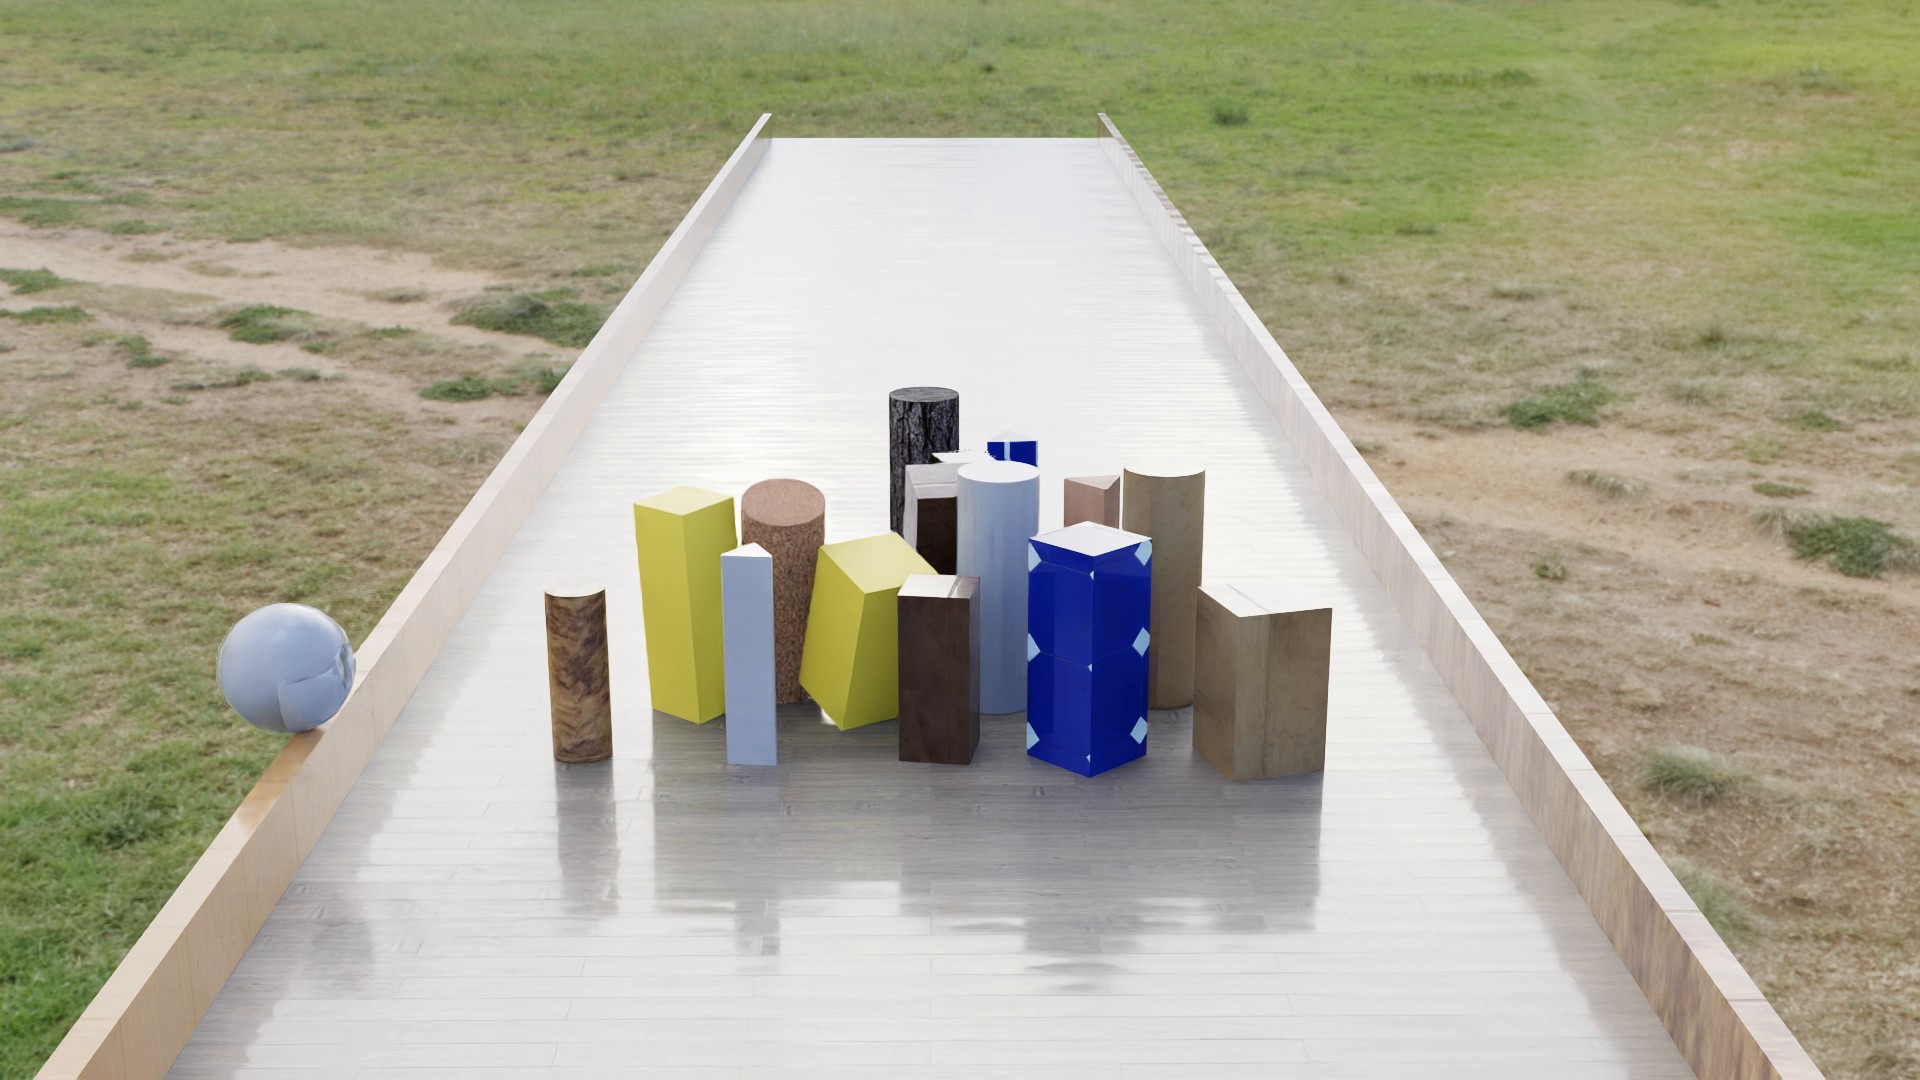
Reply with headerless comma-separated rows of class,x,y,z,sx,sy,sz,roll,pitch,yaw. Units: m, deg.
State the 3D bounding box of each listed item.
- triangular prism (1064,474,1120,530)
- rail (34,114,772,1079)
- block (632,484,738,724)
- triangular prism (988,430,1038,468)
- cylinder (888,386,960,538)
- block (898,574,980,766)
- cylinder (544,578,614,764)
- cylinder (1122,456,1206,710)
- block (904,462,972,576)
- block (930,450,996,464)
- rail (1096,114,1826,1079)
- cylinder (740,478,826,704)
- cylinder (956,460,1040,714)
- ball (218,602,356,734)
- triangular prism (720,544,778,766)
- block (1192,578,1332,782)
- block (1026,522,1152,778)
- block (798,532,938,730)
triangular prism,0.282,0.053,4.411,0.099,0.363,0.115,-15,22,-41
rail,-1.118,-0.838,7.780,0.050,0.150,12.000,0,17,-1
block,-0.499,0.119,4.097,0.131,0.409,0.131,13,25,38
triangular prism,0.105,-0.036,4.677,0.106,0.382,0.092,-2,17,-5
cylinder,-0.079,-0.120,4.894,0.156,0.419,0.156,0,17,0
block,-0.036,0.229,3.912,0.127,0.310,0.127,3,17,9
cylinder,-0.675,0.233,3.898,0.107,0.312,0.107,0,17,0
cylinder,0.380,0.081,4.154,0.153,0.456,0.153,0,17,0
block,-0.033,0.057,4.304,0.137,0.395,0.137,-3,30,-11
block,-0.002,0.013,4.496,0.134,0.361,0.134,-5,27,-39
rail,0.932,-0.844,7.801,0.050,0.150,12.000,0,17,-1
cylinder,-0.333,0.098,4.123,0.155,0.413,0.155,2,35,-2
cylinder,0.070,0.088,4.135,0.154,0.451,0.154,0,17,0
ball,-1.105,0.211,3.613,0.216,0.216,0.216,0,17,0
triangular prism,-0.364,0.201,3.873,0.089,0.386,0.077,1,17,5
block,0.530,0.244,3.877,0.176,0.302,0.176,-5,17,-17
block,0.227,0.191,3.877,0.151,0.404,0.151,-16,23,-42
block,-0.168,0.168,4.069,0.165,0.303,0.165,-11,37,-32
